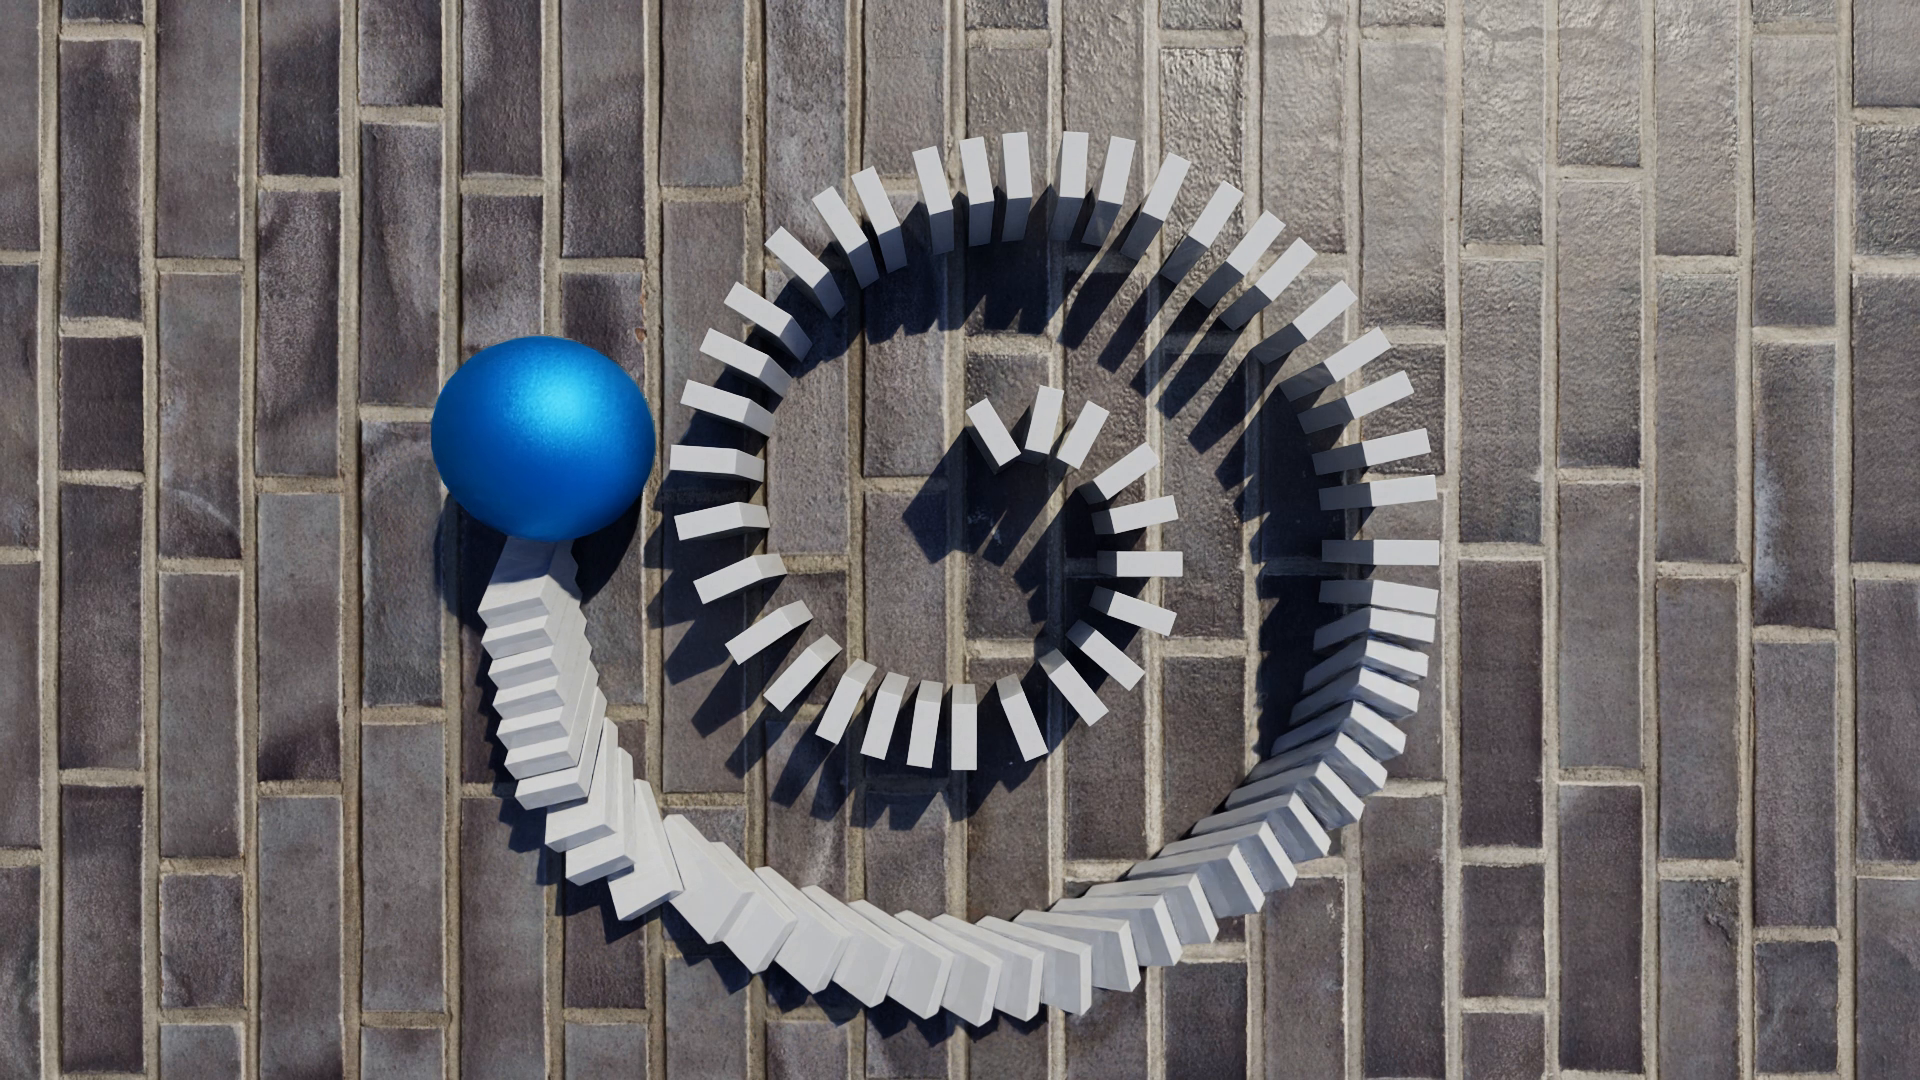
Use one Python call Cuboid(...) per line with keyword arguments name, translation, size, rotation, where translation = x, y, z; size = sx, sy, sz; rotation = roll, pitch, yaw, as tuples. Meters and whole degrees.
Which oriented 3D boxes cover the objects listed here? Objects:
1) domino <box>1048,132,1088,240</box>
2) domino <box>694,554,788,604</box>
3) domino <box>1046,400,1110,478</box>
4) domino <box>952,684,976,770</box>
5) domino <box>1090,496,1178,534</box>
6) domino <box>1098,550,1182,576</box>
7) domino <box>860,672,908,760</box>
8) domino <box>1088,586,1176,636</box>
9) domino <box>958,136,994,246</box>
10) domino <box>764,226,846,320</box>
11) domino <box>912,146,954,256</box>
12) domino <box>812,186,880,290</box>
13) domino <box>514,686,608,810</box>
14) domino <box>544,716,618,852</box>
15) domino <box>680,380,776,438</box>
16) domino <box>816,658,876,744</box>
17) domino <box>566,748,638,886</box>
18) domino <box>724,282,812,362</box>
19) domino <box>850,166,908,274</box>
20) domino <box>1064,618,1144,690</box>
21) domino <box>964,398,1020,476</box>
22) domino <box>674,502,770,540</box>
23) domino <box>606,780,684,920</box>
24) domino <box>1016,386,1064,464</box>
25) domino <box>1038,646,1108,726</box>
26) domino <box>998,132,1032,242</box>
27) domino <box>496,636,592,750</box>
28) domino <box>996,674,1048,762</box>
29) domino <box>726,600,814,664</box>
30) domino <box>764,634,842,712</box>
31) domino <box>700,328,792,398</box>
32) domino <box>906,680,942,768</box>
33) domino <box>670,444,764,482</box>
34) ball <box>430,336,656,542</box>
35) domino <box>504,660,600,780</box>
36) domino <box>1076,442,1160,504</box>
Cuboid(name="domino", translation=(0.044, -0.143, 0.375), size=(0.010, 0.050, 0.025), rotation=(4, 90, 0))
Cuboid(name="domino", translation=(-0.089, 0.015, 0.375), size=(0.025, 0.050, 0.009), rotation=(-23, 90, 0))
Cuboid(name="domino", translation=(0.047, -0.040, 0.375), size=(0.009, 0.050, 0.025), rotation=(28, 90, 0))
Cuboid(name="domino", translation=(0.002, 0.075, 0.375), size=(0.009, 0.050, 0.025), rotation=(0, 90, 0))
Cuboid(name="domino", translation=(0.070, -0.010, 0.375), size=(0.025, 0.050, 0.009), rotation=(-13, 90, 0))
Cuboid(name="domino", translation=(0.072, 0.009, 0.375), size=(0.025, 0.050, 0.009), rotation=(0, 90, 0))
Cuboid(name="domino", translation=(-0.030, 0.071, 0.375), size=(0.009, 0.050, 0.025), rotation=(16, 90, 0))
Cuboid(name="domino", translation=(0.070, 0.028, 0.375), size=(0.025, 0.050, 0.009), rotation=(20, 90, 0))
Cuboid(name="domino", translation=(0.006, -0.141, 0.375), size=(0.009, 0.050, 0.025), rotation=(-10, 90, 0))
Cuboid(name="domino", translation=(-0.062, -0.108, 0.375), size=(0.025, 0.050, 0.010), rotation=(43, 90, 0))
Cuboid(name="domino", translation=(-0.010, -0.137, 0.375), size=(0.009, 0.050, 0.025), rotation=(-15, 90, 0))
Cuboid(name="domino", translation=(-0.046, -0.122, 0.375), size=(0.009, 0.050, 0.025), rotation=(-33, 90, 0))
Cuboid(name="domino", translation=(-0.163, 0.085, 0.378), size=(0.025, 0.050, 0.010), rotation=(-13, 129, 0))
Cuboid(name="domino", translation=(-0.156, 0.101, 0.380), size=(0.025, 0.010, 0.050), rotation=(-19, 48, 1))
Cuboid(name="domino", translation=(-0.094, -0.053, 0.375), size=(0.025, 0.050, 0.010), rotation=(18, 90, 0))
Cuboid(name="domino", translation=(-0.046, 0.065, 0.375), size=(0.009, 0.050, 0.025), rotation=(25, 90, 0))
Cuboid(name="domino", translation=(-0.149, 0.114, 0.380), size=(0.025, 0.010, 0.050), rotation=(-22, 48, 1))
Cuboid(name="domino", translation=(-0.077, -0.088, 0.375), size=(0.025, 0.050, 0.010), rotation=(32, 90, 0))
Cuboid(name="domino", translation=(-0.032, -0.130, 0.375), size=(0.009, 0.050, 0.025), rotation=(-24, 90, 0))
Cuboid(name="domino", translation=(0.058, 0.046, 0.375), size=(0.025, 0.050, 0.009), rotation=(41, 90, 0))
Cuboid(name="domino", translation=(0.013, -0.041, 0.375), size=(0.009, 0.050, 0.025), rotation=(-32, 90, 0))
Cuboid(name="domino", translation=(-0.096, -0.007, 0.375), size=(0.025, 0.050, 0.009), rotation=(-13, 90, 0))
Cuboid(name="domino", translation=(-0.137, 0.129, 0.385), size=(0.025, 0.009, 0.050), rotation=(-29, 64, 0))
Cuboid(name="domino", translation=(0.032, -0.046, 0.375), size=(0.010, 0.050, 0.025), rotation=(13, 90, 0))
Cuboid(name="domino", translation=(0.045, 0.059, 0.375), size=(0.009, 0.050, 0.025), rotation=(-39, 90, 0))
Cuboid(name="domino", translation=(0.022, -0.143, 0.375), size=(0.009, 0.050, 0.025), rotation=(-5, 90, 0))
Cuboid(name="domino", translation=(-0.170, 0.061, 0.377), size=(0.025, 0.050, 0.009), rotation=(-13, 128, 0))
Cuboid(name="domino", translation=(0.025, 0.071, 0.375), size=(0.009, 0.050, 0.025), rotation=(-22, 90, 0))
Cuboid(name="domino", translation=(-0.077, 0.037, 0.375), size=(0.025, 0.050, 0.010), rotation=(-34, 90, 0))
Cuboid(name="domino", translation=(-0.063, 0.053, 0.375), size=(0.010, 0.050, 0.025), rotation=(43, 90, 0))
Cuboid(name="domino", translation=(-0.086, -0.071, 0.375), size=(0.025, 0.050, 0.010), rotation=(25, 90, 0))
Cuboid(name="domino", translation=(-0.014, 0.074, 0.375), size=(0.010, 0.050, 0.025), rotation=(8, 90, 0))
Cuboid(name="domino", translation=(-0.098, -0.031, 0.375), size=(0.025, 0.050, 0.009), rotation=(4, 90, 0))
Cuboid(name="ball", translation=(-0.162, -0.039, 0.360), size=(0.080, 0.080, 0.080), rotation=(0, 90, 0))
Cuboid(name="domino", translation=(-0.167, 0.073, 0.377), size=(0.025, 0.050, 0.009), rotation=(-13, 128, 0))
Cuboid(name="domino", translation=(0.064, -0.026, 0.375), size=(0.025, 0.050, 0.009), rotation=(-35, 90, 0))
